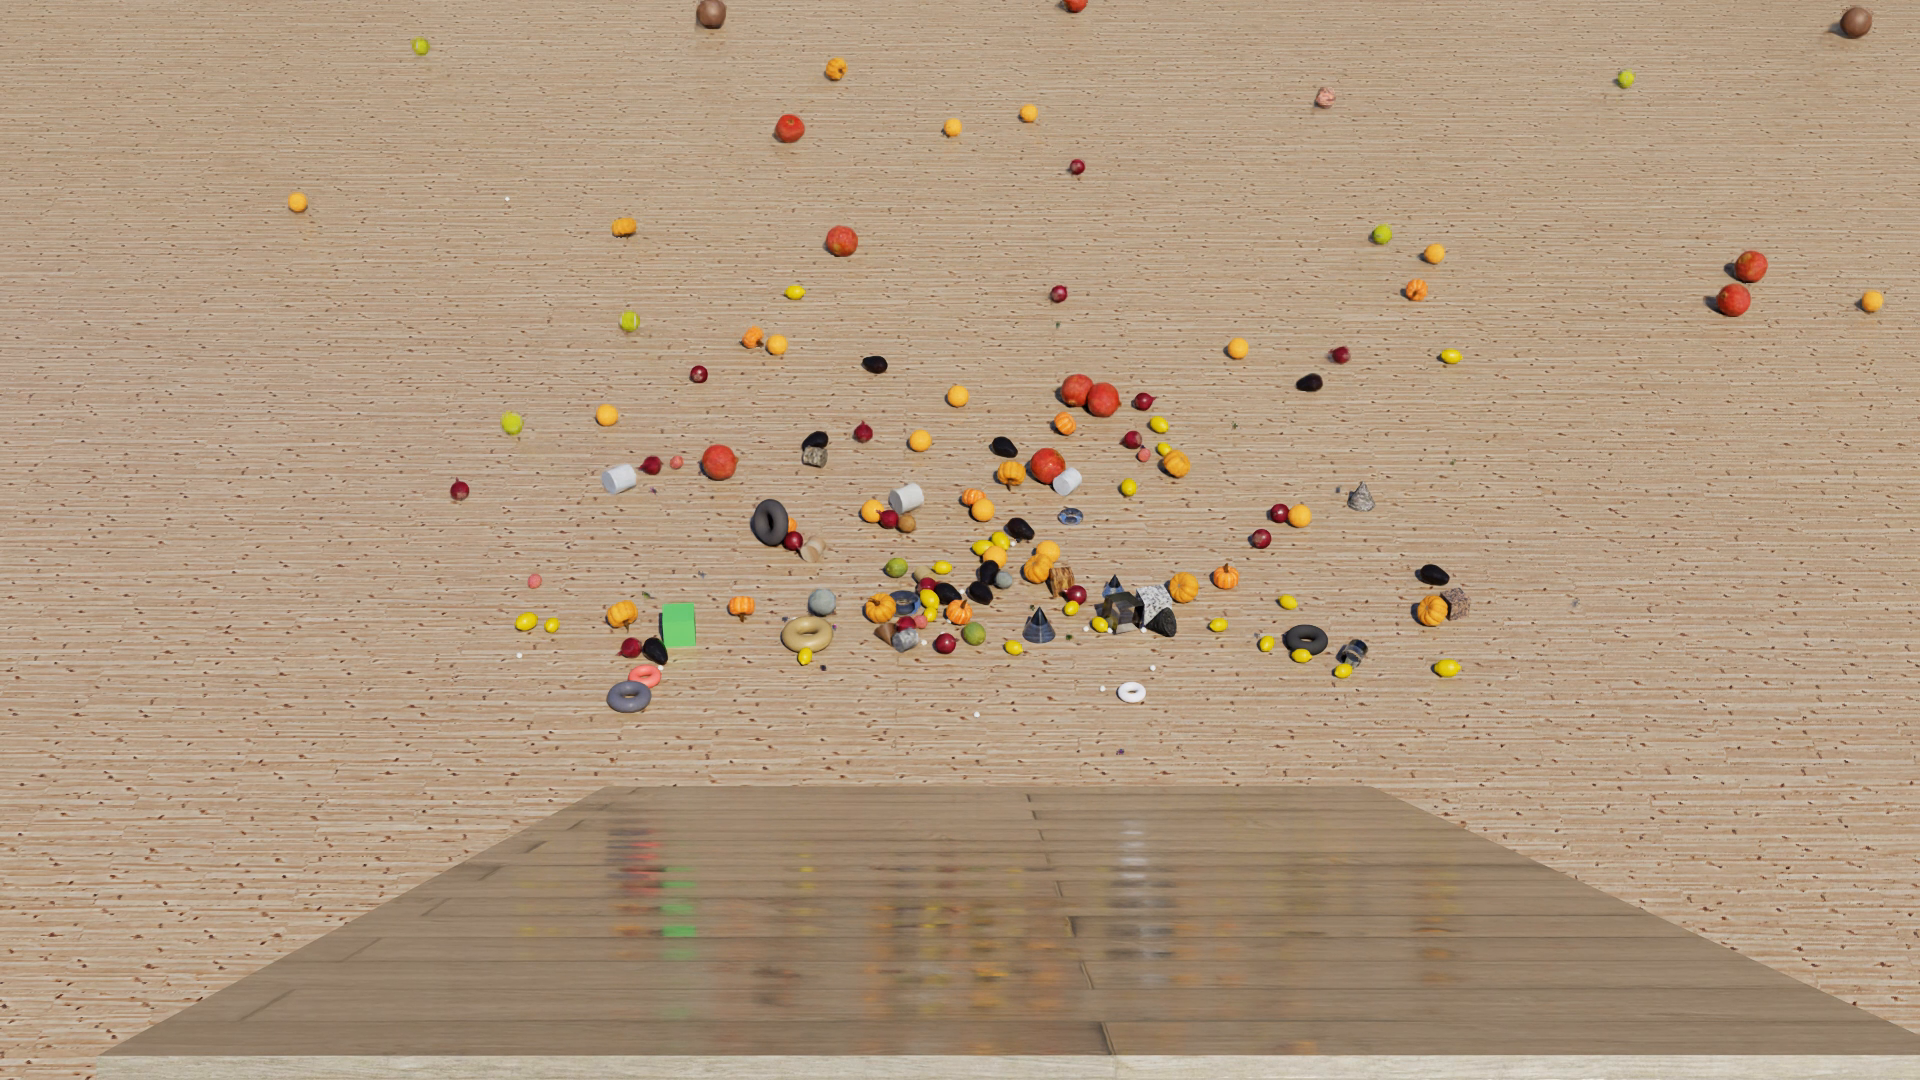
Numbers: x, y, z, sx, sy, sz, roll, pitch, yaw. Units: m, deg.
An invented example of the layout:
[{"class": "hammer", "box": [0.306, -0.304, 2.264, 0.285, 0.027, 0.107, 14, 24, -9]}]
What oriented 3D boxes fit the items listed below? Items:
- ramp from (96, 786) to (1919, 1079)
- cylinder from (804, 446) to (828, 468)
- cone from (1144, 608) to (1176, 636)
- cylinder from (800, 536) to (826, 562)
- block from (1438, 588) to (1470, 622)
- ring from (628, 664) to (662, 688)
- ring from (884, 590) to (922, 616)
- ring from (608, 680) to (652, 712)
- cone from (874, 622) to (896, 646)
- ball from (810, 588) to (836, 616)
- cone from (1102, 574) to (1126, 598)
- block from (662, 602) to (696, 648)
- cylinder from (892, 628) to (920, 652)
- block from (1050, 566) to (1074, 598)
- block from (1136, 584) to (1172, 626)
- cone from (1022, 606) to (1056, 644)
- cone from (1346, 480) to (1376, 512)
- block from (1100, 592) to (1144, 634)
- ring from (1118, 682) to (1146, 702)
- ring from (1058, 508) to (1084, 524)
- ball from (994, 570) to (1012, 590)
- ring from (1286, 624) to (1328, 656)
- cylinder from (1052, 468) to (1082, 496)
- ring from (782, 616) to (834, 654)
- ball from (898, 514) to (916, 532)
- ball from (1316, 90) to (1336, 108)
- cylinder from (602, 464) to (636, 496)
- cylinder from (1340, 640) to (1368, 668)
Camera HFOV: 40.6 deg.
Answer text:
[{"class": "ramp", "box": [0.074, 0.648, 4.778, 2.000, 0.100, 4.000, 0, -1, 0]}, {"class": "cylinder", "box": [-0.459, -0.265, 8.240, 0.059, 0.059, 0.059, 12, 35, 17]}, {"class": "cone", "box": [0.567, 0.244, 7.492, 0.087, 0.087, 0.087, -14, 25, 30]}, {"class": "cylinder", "box": [-0.441, 0.027, 7.800, 0.059, 0.059, 0.059, 13, 45, 18]}, {"class": "block", "box": [1.439, 0.188, 7.554, 0.064, 0.064, 0.064, -13, 36, -19]}, {"class": "ring", "box": [-0.886, 0.384, 7.289, 0.093, 0.031, 0.093, -1, 34, 1]}, {"class": "ring", "box": [-0.168, 0.185, 7.584, 0.109, 0.036, 0.109, -1, 35, 0]}, {"class": "ring", "box": [-0.918, 0.434, 7.204, 0.124, 0.041, 0.124, 1, 32, 0]}, {"class": "cone", "box": [-0.205, 0.281, 7.446, 0.064, 0.064, 0.064, -13, 62, -18]}, {"class": "ball", "box": [-0.399, 0.180, 7.551, 0.080, 0.080, 0.080, 0, 34, 0]}, {"class": "cone", "box": [0.455, 0.129, 7.634, 0.073, 0.073, 0.073, 0, 34, 0]}, {"class": "block", "box": [-0.806, 0.244, 7.446, 0.089, 0.089, 0.089, -3, 34, -4]}, {"class": "cylinder", "box": [-0.155, 0.286, 7.414, 0.056, 0.056, 0.056, -23, 40, -31]}, {"class": "block", "box": [0.300, 0.124, 7.651, 0.062, 0.062, 0.062, -6, 34, -8]}, {"class": "block", "box": [0.562, 0.191, 7.533, 0.083, 0.083, 0.083, -8, 35, -12]}, {"class": "cone", "box": [0.228, 0.230, 7.460, 0.098, 0.098, 0.098, 0, 34, 0]}, {"class": "cone", "box": [1.247, -0.148, 8.037, 0.088, 0.088, 0.088, 0, 34, 0]}, {"class": "block", "box": [0.468, 0.209, 7.495, 0.082, 0.082, 0.082, -9, 33, -31]}, {"class": "ring", "box": [0.479, 0.425, 7.232, 0.079, 0.026, 0.079, -1, 34, 1]}, {"class": "ring", "box": [0.342, -0.073, 7.980, 0.078, 0.026, 0.078, 1, 33, 0]}, {"class": "ball", "box": [0.129, 0.118, 7.668, 0.054, 0.054, 0.054, 0, 34, 0]}, {"class": "ring", "box": [0.993, 0.286, 7.429, 0.122, 0.041, 0.122, 0, 35, 0]}, {"class": "cylinder", "box": [0.336, -0.183, 8.109, 0.066, 0.066, 0.066, 21, 39, 29]}, {"class": "ring", "box": [-0.437, 0.271, 7.443, 0.148, 0.049, 0.148, -1, 34, 1]}, {"class": "ball", "box": [-0.163, -0.050, 7.918, 0.056, 0.056, 0.056, 0, 34, 0]}, {"class": "ball", "box": [1.483, -1.789, 10.515, 0.075, 0.075, 0.075, 0, 34, 0]}, {"class": "cylinder", "box": [-1.064, -0.190, 8.110, 0.078, 0.078, 0.078, -25, 41, -32]}, {"class": "cylinder", "box": [1.119, 0.322, 7.357, 0.059, 0.059, 0.059, 16, 37, 23]}]
